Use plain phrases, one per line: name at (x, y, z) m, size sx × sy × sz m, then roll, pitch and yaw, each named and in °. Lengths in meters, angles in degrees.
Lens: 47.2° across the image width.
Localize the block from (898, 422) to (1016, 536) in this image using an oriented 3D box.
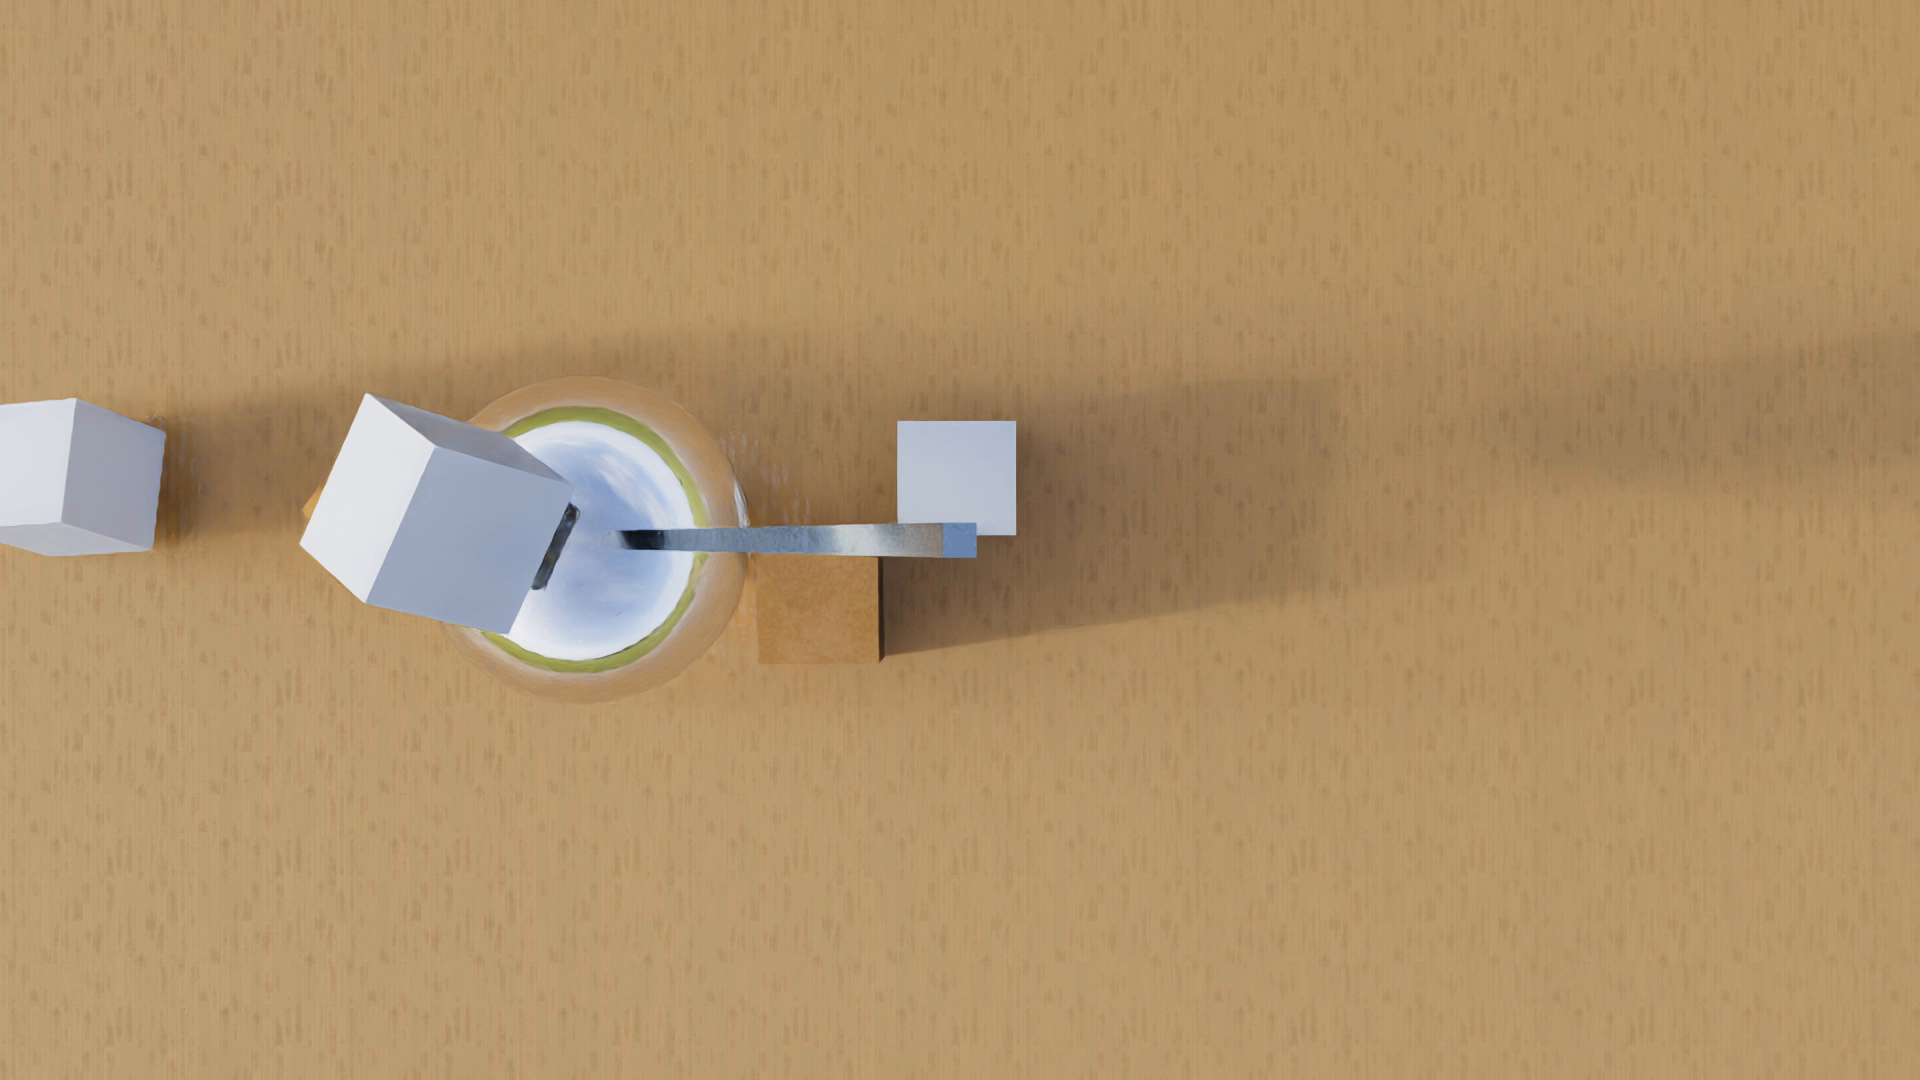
block at (-0.018, -0.350, 12.710) m, size 0.671 × 0.580 × 0.644 m, roll 0°, pitch 90°, yaw 0°

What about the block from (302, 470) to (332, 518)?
block at (-3.111, -0.143, 12.486) m, size 0.652 × 0.773 × 0.673 m, roll 39°, pitch 92°, yaw 35°

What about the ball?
ball at (-1.820, 0.000, 10.699) m, size 1.600 × 1.600 × 1.600 m, roll 0°, pitch 90°, yaw 0°

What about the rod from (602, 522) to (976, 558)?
rod at (-0.789, 0.000, 7.459) m, size 0.080 × 5.200 × 0.080 m, roll 0°, pitch 90°, yaw -18°

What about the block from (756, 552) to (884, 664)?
block at (-0.791, 0.347, 12.619) m, size 0.675 × 0.761 × 0.689 m, roll 0°, pitch 90°, yaw 0°

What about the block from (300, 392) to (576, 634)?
block at (-2.263, -0.107, 9.539) m, size 0.616 × 0.751 × 0.727 m, roll 32°, pitch 99°, yaw 42°

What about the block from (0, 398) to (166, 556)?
block at (-5.082, -0.341, 12.464) m, size 0.739 × 0.717 × 0.702 m, roll -3°, pitch 76°, yaw 21°
